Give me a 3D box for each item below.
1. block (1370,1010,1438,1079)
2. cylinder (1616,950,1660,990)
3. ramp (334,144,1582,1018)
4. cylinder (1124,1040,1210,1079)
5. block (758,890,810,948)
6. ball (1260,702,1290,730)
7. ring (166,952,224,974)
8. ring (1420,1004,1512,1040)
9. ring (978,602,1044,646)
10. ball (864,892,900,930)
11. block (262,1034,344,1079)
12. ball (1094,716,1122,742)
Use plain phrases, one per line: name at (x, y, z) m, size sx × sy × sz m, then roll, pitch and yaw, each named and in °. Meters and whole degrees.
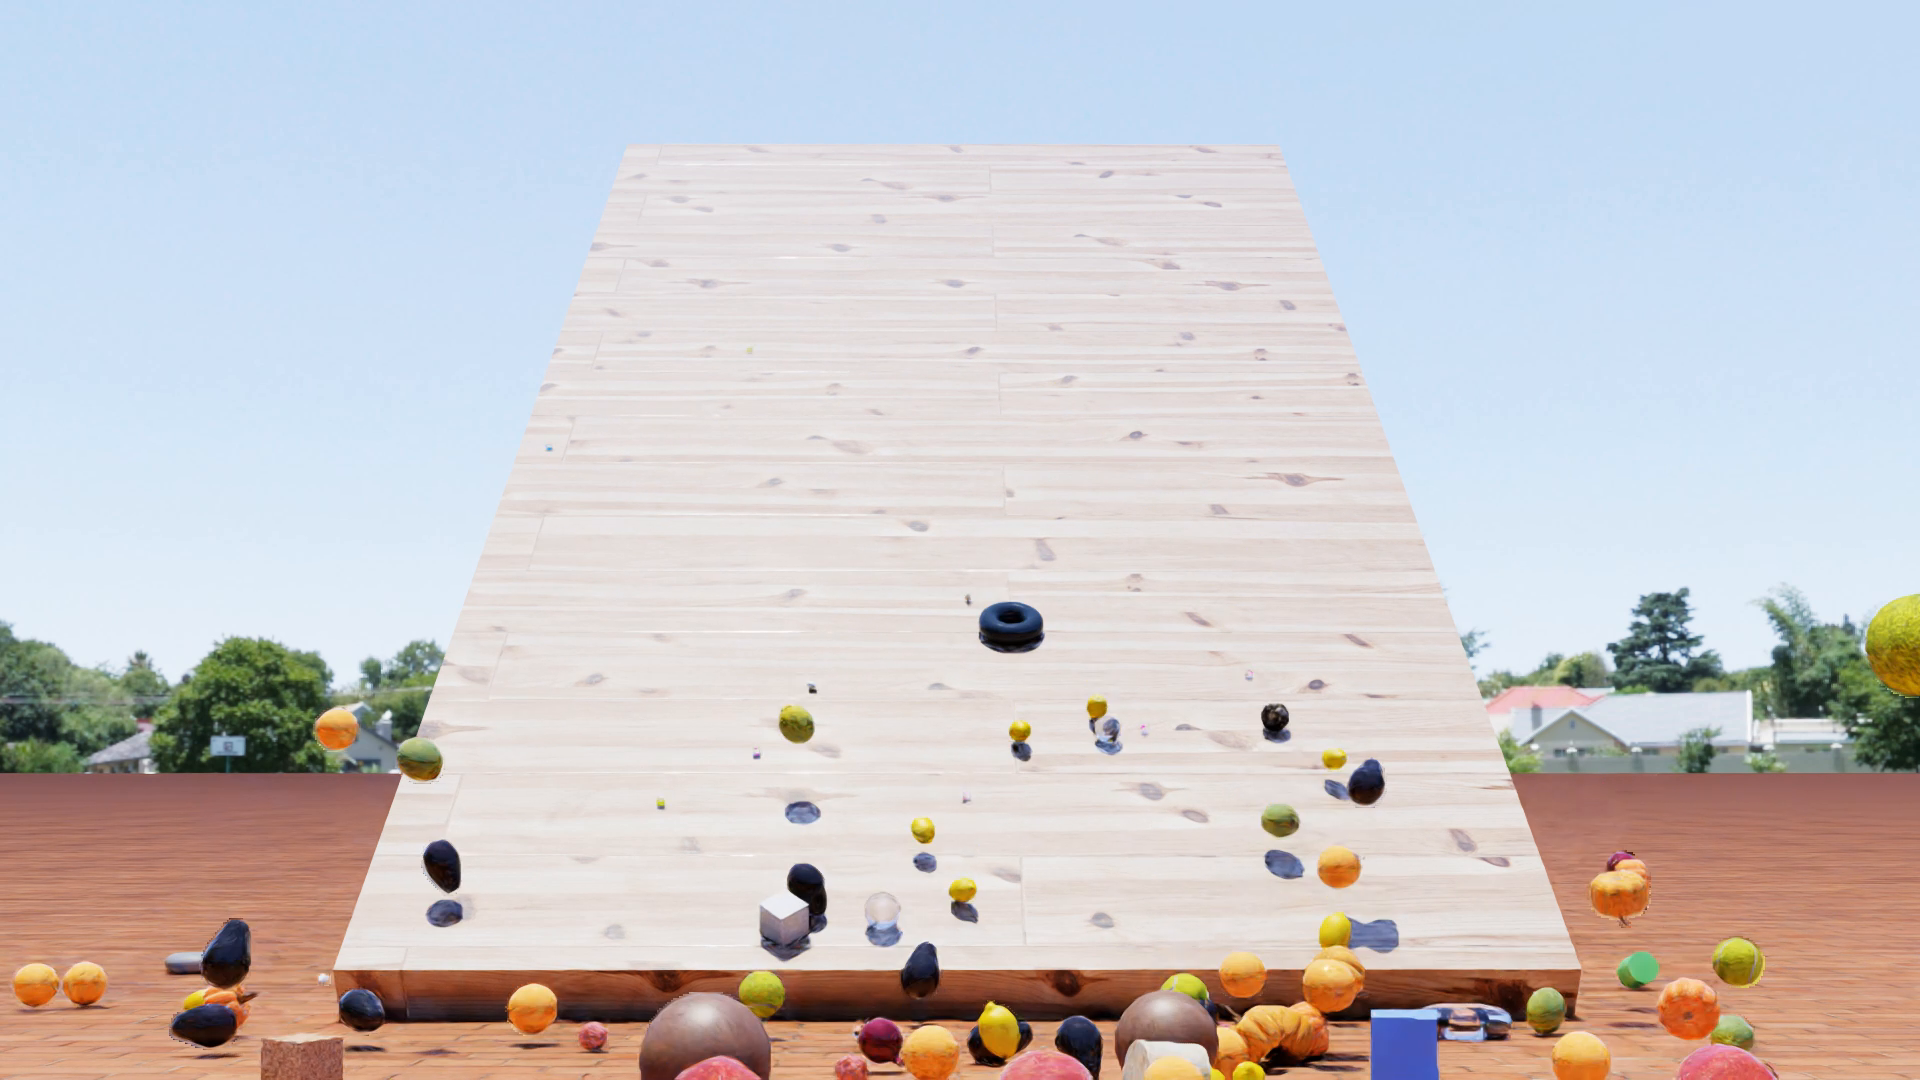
block at (0.579, 0.660, 3.118) m, size 0.084 × 0.084 × 0.084 m, roll -1°, pitch -4°, yaw 10°
cylinder at (1.243, 0.789, 4.388) m, size 0.057 × 0.057 × 0.057 m, roll 1°, pitch -31°, yaw -13°
ramp at (-0.012, -0.220, 5.614) m, size 2.000 × 0.100 × 4.000 m, roll 0°, pitch 28°, yaw 0°
cylinder at (0.241, 0.626, 2.794) m, size 0.078 × 0.078 × 0.078 m, roll 8°, pitch -7°, yaw -17°
block at (-0.287, 0.617, 3.901) m, size 0.058 × 0.058 × 0.058 m, roll -24°, pitch 37°, yaw -37°
ball at (0.585, 0.328, 4.445) m, size 0.052 × 0.052 × 0.052 m, roll 0°, pitch -5°, yaw 0°
ring at (-1.519, 0.840, 4.751) m, size 0.114 × 0.038 × 0.114 m, roll 0°, pitch -7°, yaw 0°
ring at (0.761, 0.727, 3.612) m, size 0.143 × 0.048 × 0.143 m, roll 1°, pitch -6°, yaw 0°
ring at (0.101, 0.165, 4.753) m, size 0.131 × 0.044 × 0.131 m, roll 1°, pitch 28°, yaw -1°
ball at (-0.127, 0.607, 3.918) m, size 0.060 × 0.060 × 0.060 m, roll 0°, pitch -5°, yaw 0°
block at (-0.820, 0.656, 2.983) m, size 0.069 × 0.069 × 0.069 m, roll -3°, pitch -6°, yaw 32°
ball at (0.272, 0.349, 4.408) m, size 0.050 × 0.050 × 0.050 m, roll 0°, pitch -5°, yaw 0°
